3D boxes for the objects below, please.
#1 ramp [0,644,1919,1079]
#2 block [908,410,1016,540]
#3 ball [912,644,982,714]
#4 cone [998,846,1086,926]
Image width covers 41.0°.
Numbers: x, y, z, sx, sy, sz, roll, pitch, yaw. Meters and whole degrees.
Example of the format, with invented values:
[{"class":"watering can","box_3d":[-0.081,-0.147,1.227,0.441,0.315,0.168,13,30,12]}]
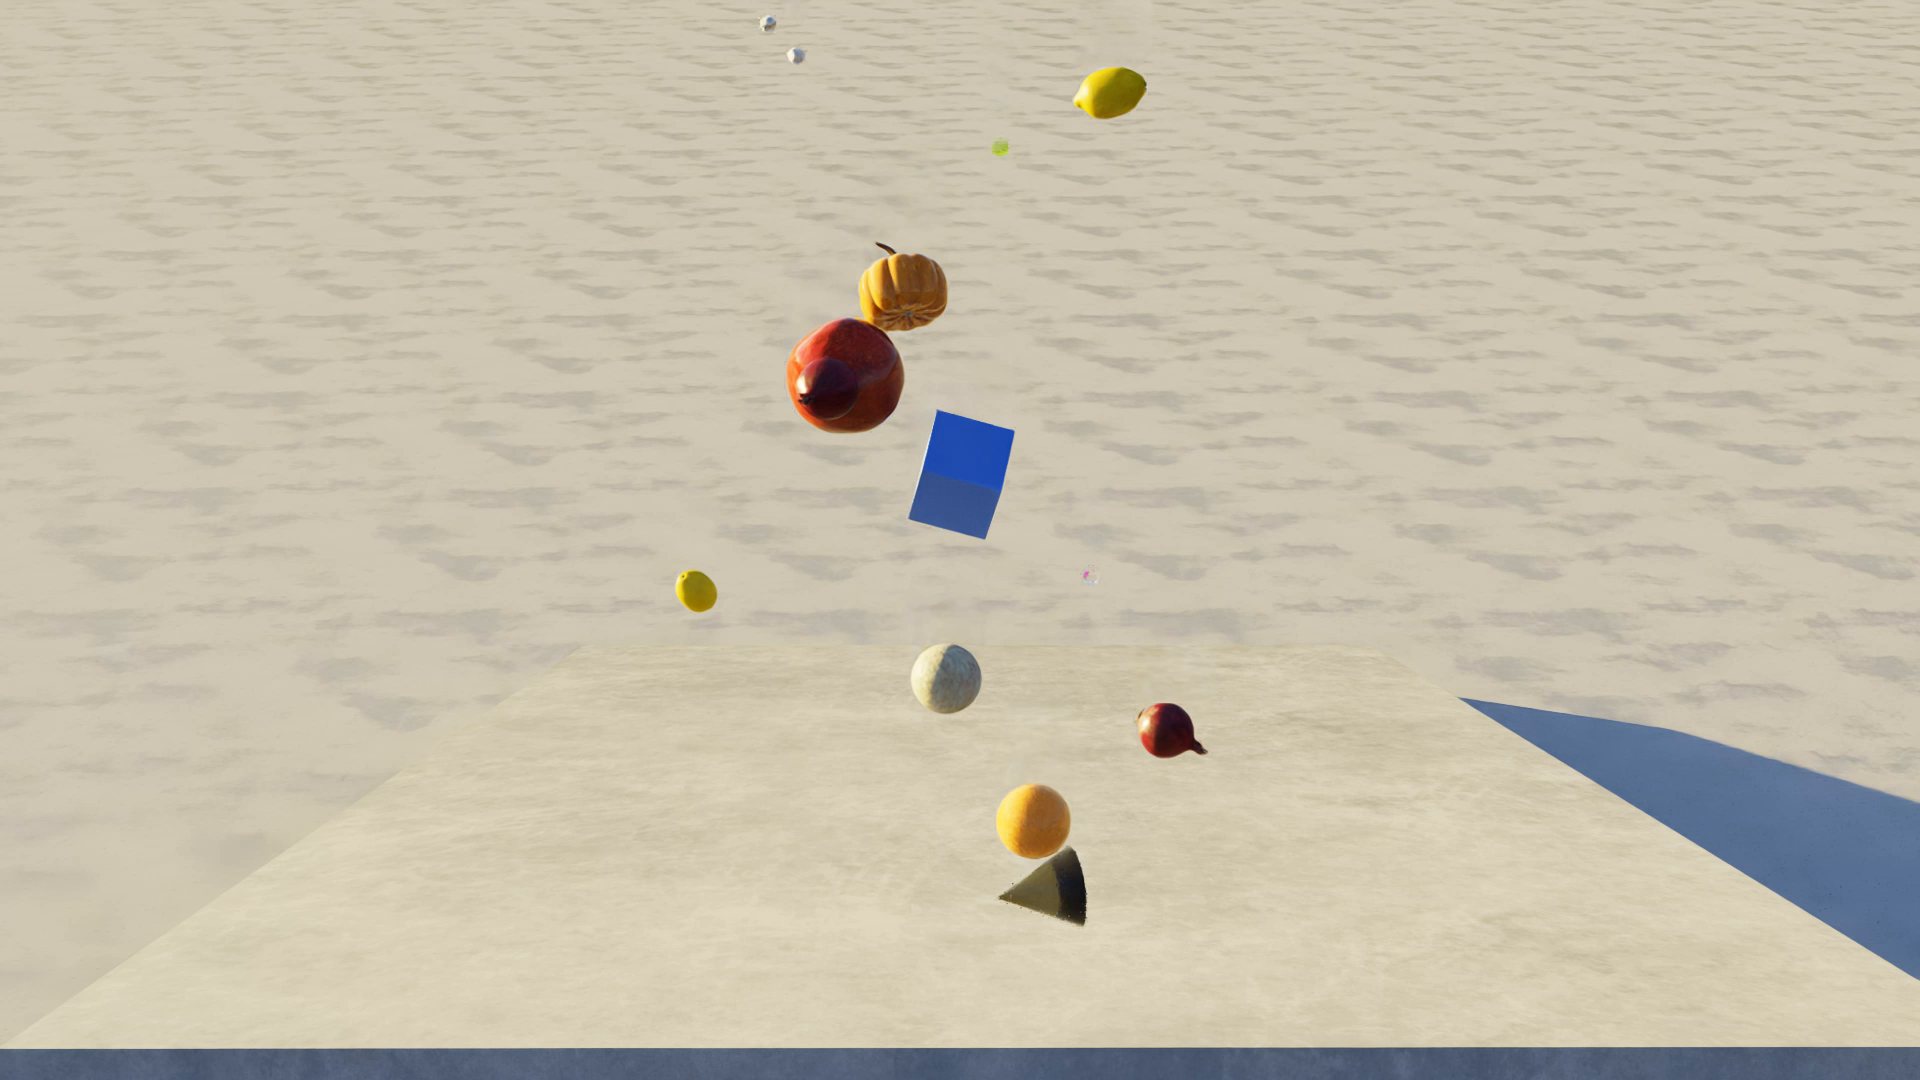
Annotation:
[{"class":"ramp","box_3d":[0.048,0.434,4.532,2.000,0.100,4.000,0,3,0]},{"class":"block","box_3d":[0.001,-0.068,2.677,0.084,0.084,0.084,15,52,-2]},{"class":"ball","box_3d":[-0.015,0.149,2.763,0.076,0.076,0.076,0,21,0]},{"class":"cone","box_3d":[0.077,0.358,2.613,0.083,0.083,0.083,-7,22,-13]}]
